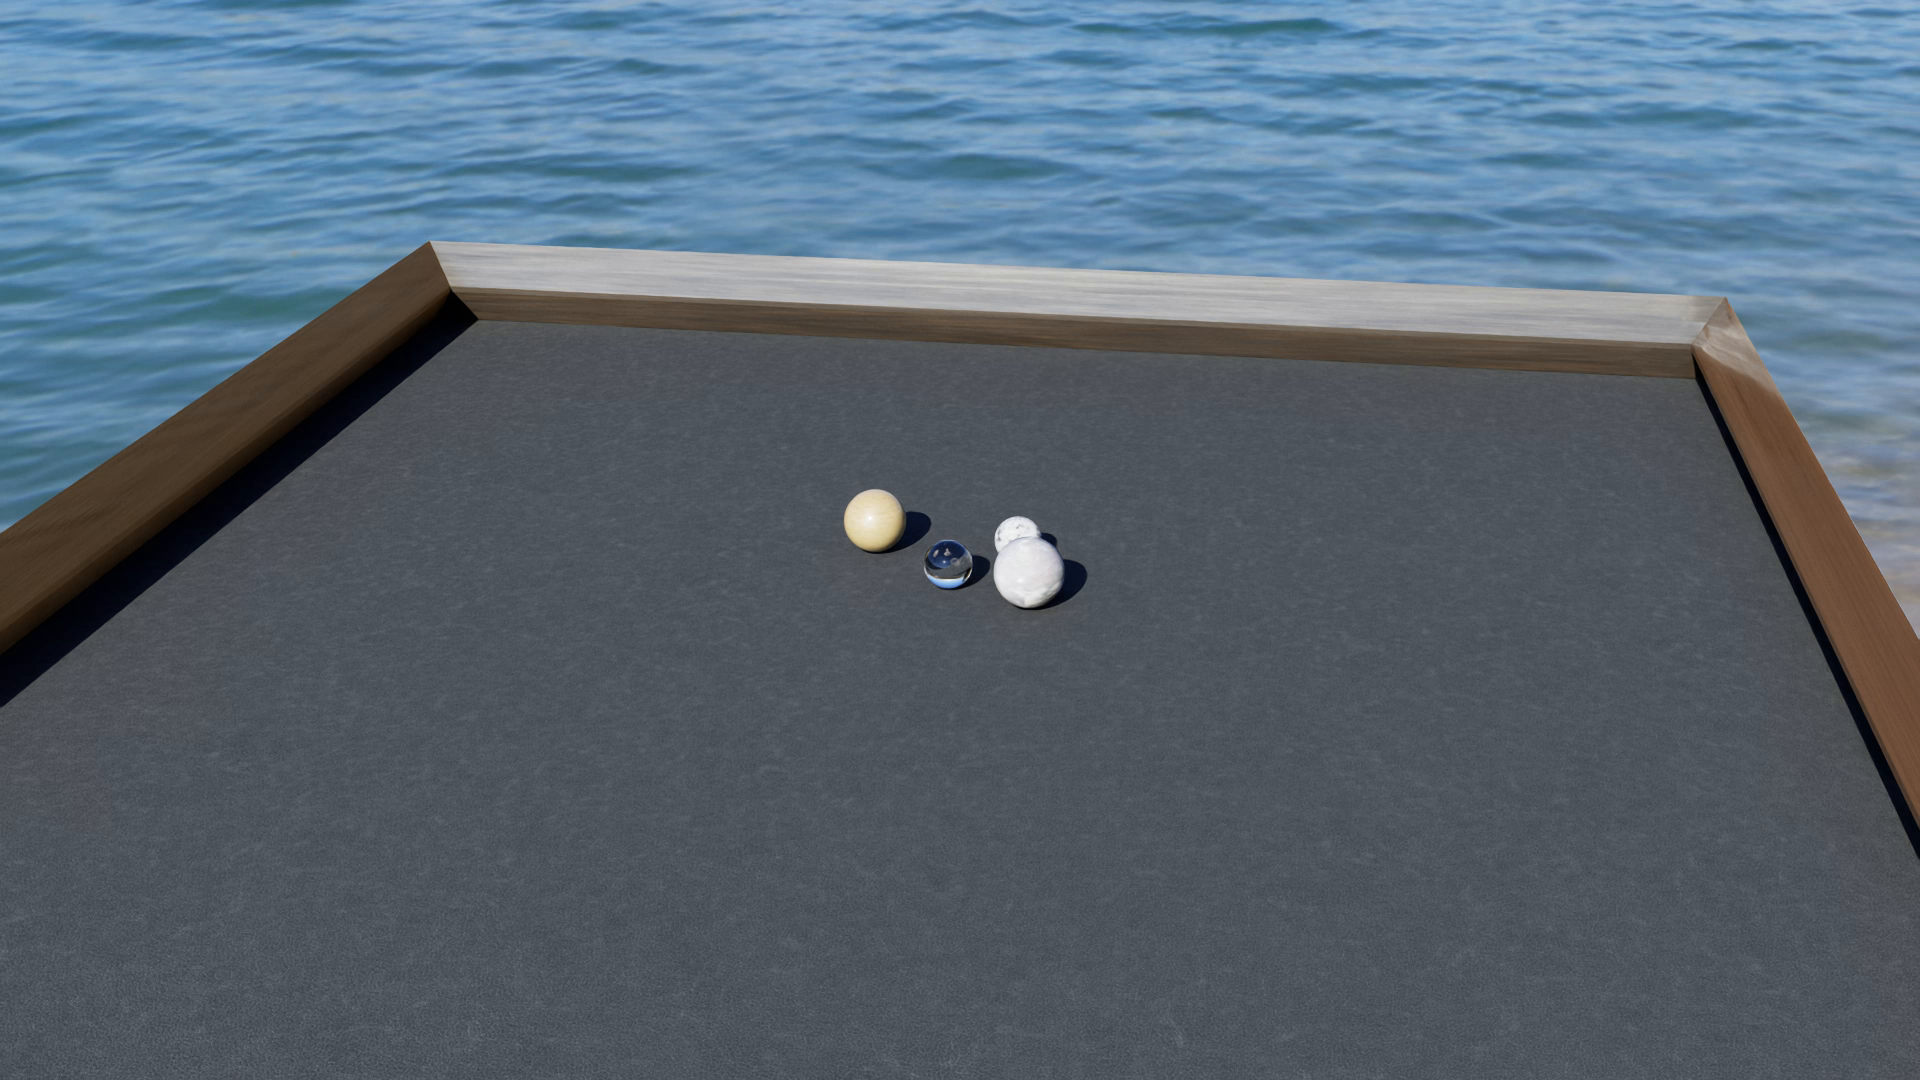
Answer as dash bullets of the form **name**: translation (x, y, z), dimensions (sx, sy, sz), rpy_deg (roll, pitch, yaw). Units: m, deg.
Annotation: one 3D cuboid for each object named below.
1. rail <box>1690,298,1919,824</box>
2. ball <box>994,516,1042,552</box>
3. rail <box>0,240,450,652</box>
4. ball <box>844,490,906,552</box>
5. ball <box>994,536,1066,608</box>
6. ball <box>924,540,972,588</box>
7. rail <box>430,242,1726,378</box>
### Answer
- **rail**: translation (0.753, 0.332, 1.524), dimensions (0.045, 0.115, 3.176), rpy_deg (4, 23, 8)
- **ball**: translation (0.064, 0.000, 2.401), dimensions (0.052, 0.052, 0.052), rpy_deg (0, 23, 0)
- **rail**: translation (-1.004, 0.224, 1.784), dimensions (0.045, 0.115, 3.176), rpy_deg (4, 23, 8)
- **ball**: translation (-0.094, -0.021, 2.429), dimensions (0.070, 0.070, 0.070), rpy_deg (0, 23, 0)
- **ball**: translation (0.072, 0.034, 2.290), dimensions (0.075, 0.075, 0.075), rpy_deg (0, 23, 0)
- **ball**: translation (-0.012, 0.026, 2.339), dimensions (0.053, 0.053, 0.053), rpy_deg (0, 23, 0)
- **rail**: translation (0.122, -0.319, 3.078), dimensions (1.826, 0.115, 0.045), rpy_deg (4, 23, 8)
